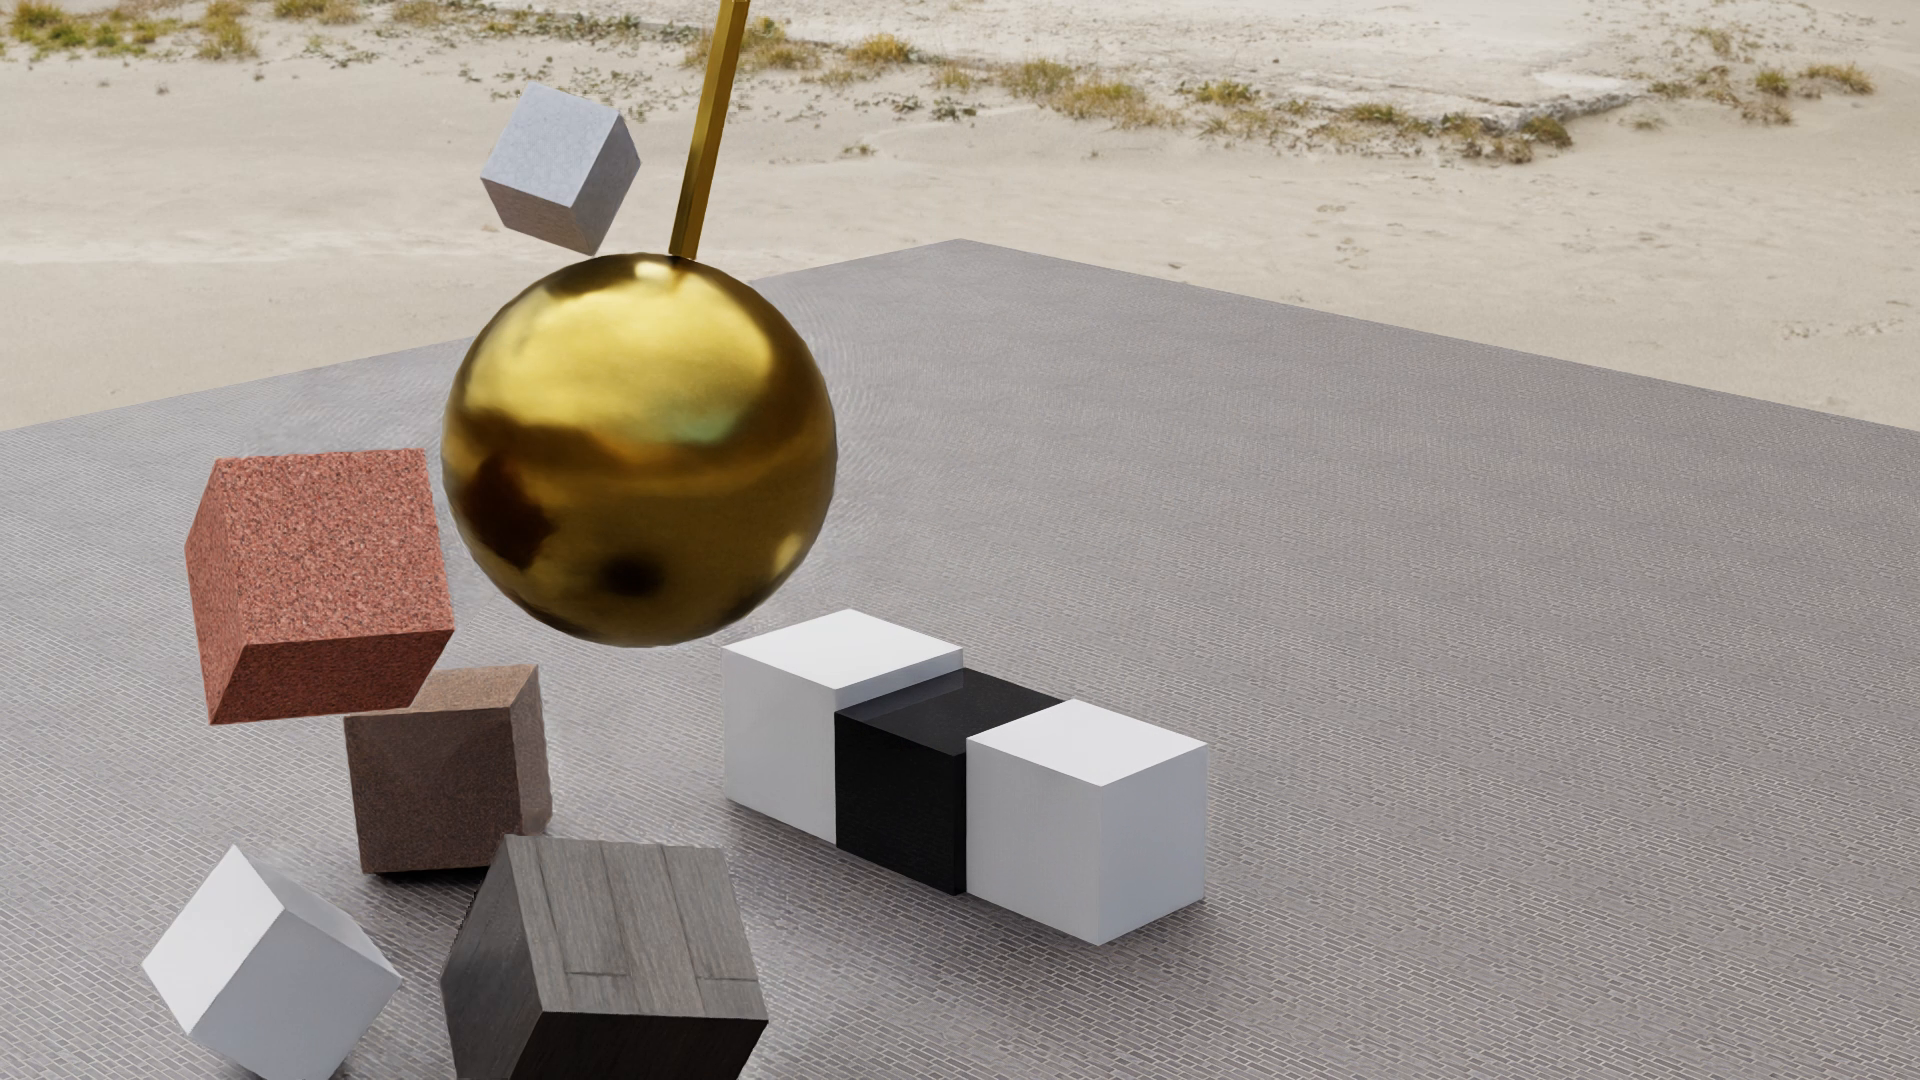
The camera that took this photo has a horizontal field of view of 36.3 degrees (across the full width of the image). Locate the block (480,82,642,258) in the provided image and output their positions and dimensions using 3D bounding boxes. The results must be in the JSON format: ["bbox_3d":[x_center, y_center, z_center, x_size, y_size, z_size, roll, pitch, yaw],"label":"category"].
[{"bbox_3d":[-1.595,-1.483,11.749,0.405,0.459,0.427,20,-18,13],"label":"block"}]

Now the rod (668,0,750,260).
[{"bbox_3d":[-0.561,-3.670,11.601,0.080,5.200,0.080,17,6,42],"label":"rod"}]

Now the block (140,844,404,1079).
[{"bbox_3d":[-2.695,1.693,11.481,0.615,0.591,0.641,40,-6,-35],"label":"block"}]

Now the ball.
[{"bbox_3d":[-1.294,-0.361,11.872,1.600,1.600,1.600,0,17,0],"label":"ball"}]

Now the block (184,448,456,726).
[{"bbox_3d":[-2.468,0.181,11.242,0.780,0.747,0.834,-4,-22,-25],"label":"block"}]

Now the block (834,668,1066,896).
[{"bbox_3d":[-0.001,1.110,13.681,0.860,0.678,0.784,-17,24,-42],"label":"block"}]

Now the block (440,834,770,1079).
[{"bbox_3d":[-1.329,1.694,10.804,0.857,0.836,0.810,7,40,-27],"label":"block"}]

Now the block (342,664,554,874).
[{"bbox_3d":[-2.357,1.050,13.586,0.757,0.742,0.725,-4,13,3],"label":"block"}]

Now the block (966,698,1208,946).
[{"bbox_3d":[0.564,1.247,13.131,0.806,0.746,0.707,17,24,42],"label":"block"}]

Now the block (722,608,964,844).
[{"bbox_3d":[-0.566,0.889,14.215,0.825,0.781,0.817,-16,24,-42],"label":"block"}]
